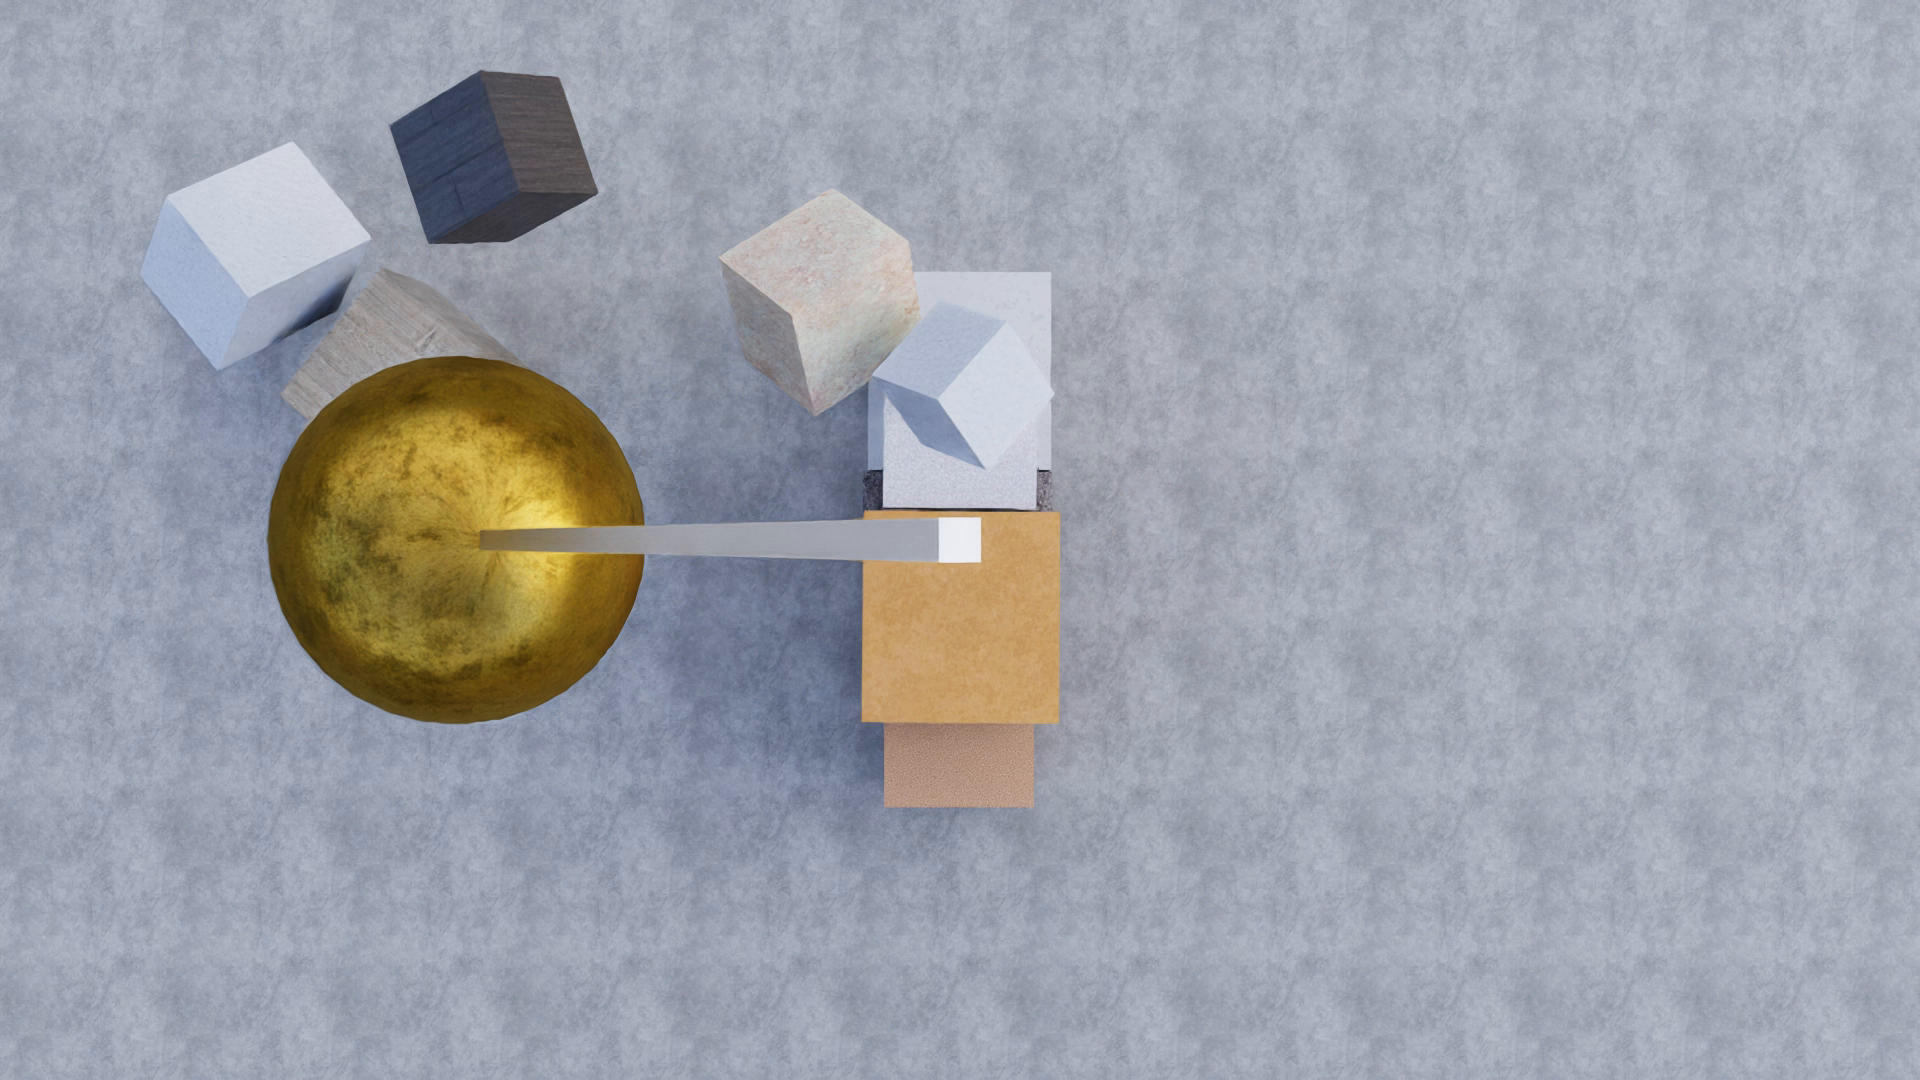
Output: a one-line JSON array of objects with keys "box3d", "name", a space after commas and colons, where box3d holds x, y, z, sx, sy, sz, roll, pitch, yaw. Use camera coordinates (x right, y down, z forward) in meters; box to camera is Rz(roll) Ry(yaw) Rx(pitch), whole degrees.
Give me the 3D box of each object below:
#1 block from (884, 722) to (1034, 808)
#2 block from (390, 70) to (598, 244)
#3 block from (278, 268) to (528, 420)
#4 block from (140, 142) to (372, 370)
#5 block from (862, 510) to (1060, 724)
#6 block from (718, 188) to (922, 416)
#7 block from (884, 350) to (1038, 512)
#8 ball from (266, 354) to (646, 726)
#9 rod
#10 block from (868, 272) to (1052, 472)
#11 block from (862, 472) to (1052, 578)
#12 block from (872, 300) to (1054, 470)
[{"box3d": [-0.005, 1.063, 12.545, 0.823, 0.910, 0.812, 0, 90, 0], "name": "block"}, {"box3d": [-2.329, -1.903, 11.004, 0.656, 0.586, 0.629, -21, 86, 31], "name": "block"}, {"box3d": [-3.084, -0.855, 12.527, 0.940, 0.897, 0.907, 39, 92, 1], "name": "block"}, {"box3d": [-3.850, -1.550, 12.015, 0.691, 0.779, 0.816, 51, 51, 3], "name": "block"}, {"box3d": [0.006, 0.404, 11.640, 1.002, 0.915, 1.075, 0, 88, 0], "name": "block"}, {"box3d": [-0.638, -1.120, 10.326, 0.675, 0.647, 0.571, -35, 52, -21], "name": "block"}, {"box3d": [0.002, -0.569, 11.646, 0.783, 0.785, 0.816, 1, 90, 0], "name": "block"}, {"box3d": [-2.169, 0.000, 9.535, 1.600, 1.600, 1.600, 0, 90, 0], "name": "ball"}, {"box3d": [-0.940, 0.000, 6.365, 0.080, 5.200, 0.080, 0, 90, -21], "name": "rod"}, {"box3d": [-0.003, -0.925, 12.520, 1.004, 0.961, 1.083, 0, 90, 0], "name": "block"}, {"box3d": [-0.014, 0.136, 12.556, 1.045, 0.888, 1.023, 0, 90, 0], "name": "block"}, {"box3d": [0.015, -0.708, 10.004, 0.491, 0.486, 0.483, -49, 131, -15], "name": "block"}]
